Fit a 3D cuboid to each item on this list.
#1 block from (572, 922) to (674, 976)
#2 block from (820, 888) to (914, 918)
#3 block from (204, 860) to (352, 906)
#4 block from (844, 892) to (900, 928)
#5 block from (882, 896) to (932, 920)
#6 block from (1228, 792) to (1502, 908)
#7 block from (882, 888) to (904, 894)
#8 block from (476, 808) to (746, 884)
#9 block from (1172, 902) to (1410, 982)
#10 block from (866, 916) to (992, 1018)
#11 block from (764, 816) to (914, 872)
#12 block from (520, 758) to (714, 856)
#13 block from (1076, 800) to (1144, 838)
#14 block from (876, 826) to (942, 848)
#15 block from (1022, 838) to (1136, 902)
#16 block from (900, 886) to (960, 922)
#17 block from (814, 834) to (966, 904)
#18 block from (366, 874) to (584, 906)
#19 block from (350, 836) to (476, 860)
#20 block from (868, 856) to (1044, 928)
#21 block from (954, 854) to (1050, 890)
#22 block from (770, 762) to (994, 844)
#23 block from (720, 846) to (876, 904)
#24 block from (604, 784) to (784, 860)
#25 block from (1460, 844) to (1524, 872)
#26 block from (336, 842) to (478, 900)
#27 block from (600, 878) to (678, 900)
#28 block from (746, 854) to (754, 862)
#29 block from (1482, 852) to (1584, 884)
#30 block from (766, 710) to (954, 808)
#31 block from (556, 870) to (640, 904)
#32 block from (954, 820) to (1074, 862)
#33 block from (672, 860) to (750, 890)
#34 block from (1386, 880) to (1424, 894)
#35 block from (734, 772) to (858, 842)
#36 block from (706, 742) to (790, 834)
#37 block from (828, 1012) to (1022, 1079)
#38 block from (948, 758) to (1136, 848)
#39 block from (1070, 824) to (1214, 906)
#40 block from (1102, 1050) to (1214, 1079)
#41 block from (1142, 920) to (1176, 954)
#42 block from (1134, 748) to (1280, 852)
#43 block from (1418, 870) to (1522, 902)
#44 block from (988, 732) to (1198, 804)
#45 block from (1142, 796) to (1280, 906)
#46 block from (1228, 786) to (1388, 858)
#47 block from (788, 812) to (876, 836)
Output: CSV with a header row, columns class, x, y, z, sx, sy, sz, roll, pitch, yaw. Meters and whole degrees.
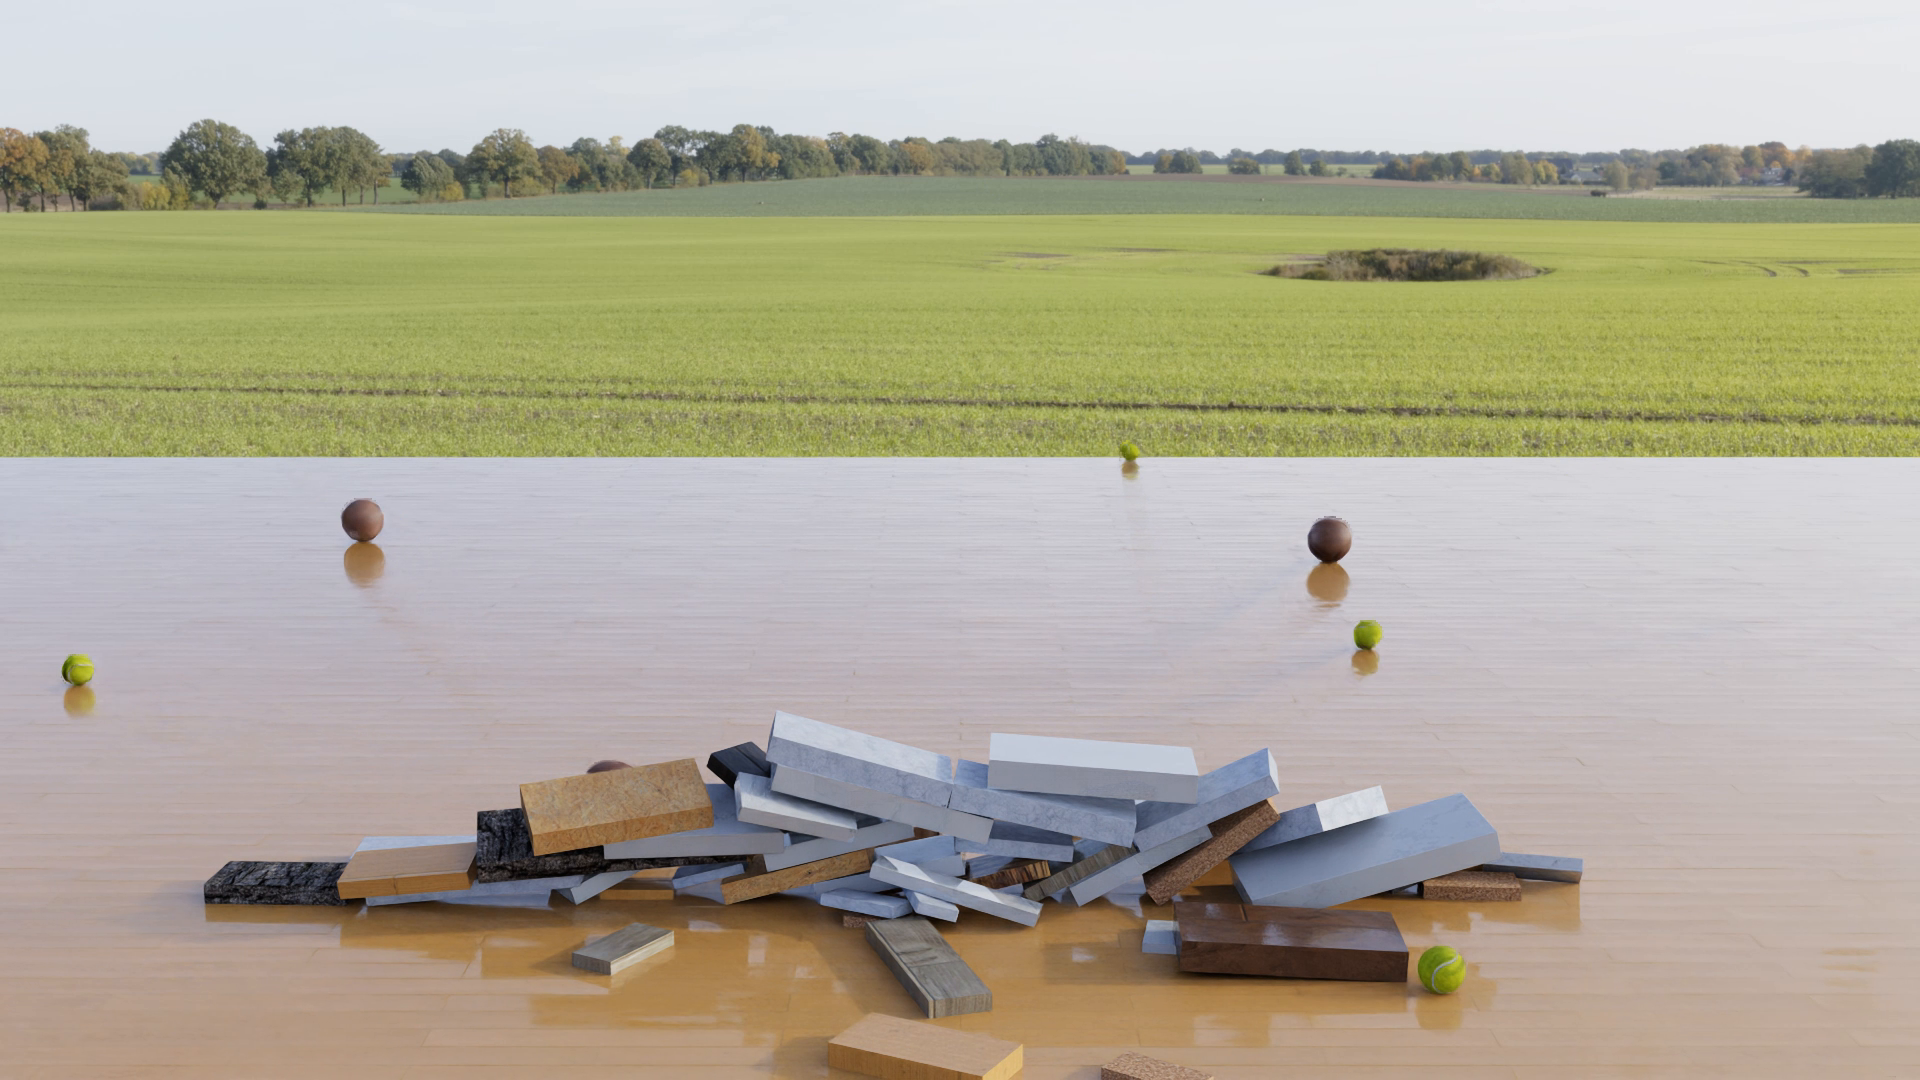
class,x,y,z,sx,sy,sz,roll,pitch,yaw
block,-0.519,0.630,3.394,0.076,0.022,0.152,6,12,30
block,-0.149,0.583,3.534,0.134,0.019,0.067,6,3,28
block,-1.123,0.573,3.671,0.237,0.034,0.118,0,11,2
block,-0.143,0.600,3.567,0.061,0.017,0.121,2,11,13
block,-0.076,0.602,3.557,0.061,0.017,0.122,3,11,18
block,0.656,0.519,3.586,0.408,0.048,0.169,-15,16,-2
block,-0.109,0.570,3.662,0.121,0.017,0.061,-11,10,4
block,-0.576,0.489,3.637,0.433,0.041,0.144,-4,29,-10
block,0.502,0.614,3.368,0.338,0.048,0.169,3,11,1
block,-0.051,0.641,3.320,0.096,0.027,0.336,-3,11,-18
block,-0.202,0.487,3.655,0.247,0.035,0.124,-13,10,-1
block,-0.558,0.431,3.572,0.289,0.041,0.144,-7,30,-17
block,0.301,0.486,4.098,0.167,0.047,0.333,5,12,27
block,-0.209,0.509,3.976,0.375,0.047,0.166,2,11,9
block,0.194,0.534,3.658,0.194,0.028,0.097,-27,11,2
block,-0.049,0.576,3.533,0.067,0.019,0.134,16,5,-14
block,-0.115,0.544,3.661,0.247,0.035,0.124,-12,10,3
block,-0.798,0.552,3.648,0.354,0.030,0.108,-6,20,2
block,-0.923,0.547,3.808,0.237,0.034,0.118,-1,11,-3
block,-0.006,0.565,3.542,0.276,0.022,0.076,16,6,8
block,0.050,0.553,3.660,0.194,0.028,0.097,-14,12,2
block,-0.130,0.411,3.614,0.362,0.043,0.151,15,10,-8
block,-0.268,0.542,3.666,0.247,0.035,0.124,-14,10,4
block,-0.436,0.460,3.614,0.289,0.041,0.144,-1,28,-6
block,0.880,0.550,3.812,0.186,0.026,0.093,2,11,13
block,-0.901,0.542,3.614,0.215,0.030,0.108,-5,20,4
block,-0.535,0.581,3.668,0.121,0.017,0.061,0,11,0
block,-0.398,0.505,3.681,0.121,0.017,0.061,8,29,12
block,0.964,0.551,3.703,0.159,0.023,0.080,3,-22,13
block,-0.164,0.358,3.603,0.301,0.043,0.151,16,10,-5
block,-0.576,0.535,3.695,0.215,0.030,0.108,-26,21,-27
block,0.088,0.496,3.651,0.194,0.028,0.097,6,11,-2
block,-0.416,0.552,3.674,0.122,0.017,0.061,-14,10,5
block,0.777,0.547,3.700,0.159,0.023,0.080,-20,10,-12
block,-0.266,0.432,3.555,0.193,0.027,0.096,14,26,-16
block,-0.318,0.407,3.630,0.193,0.027,0.096,36,29,29
block,-0.047,0.699,2.988,0.237,0.034,0.118,6,12,27
block,0.137,0.432,3.620,0.301,0.043,0.151,12,10,1
block,0.292,0.518,3.661,0.247,0.035,0.124,-28,11,1
block,0.263,0.717,2.932,0.134,0.019,0.067,8,13,36
block,0.317,0.623,3.452,0.053,0.015,0.105,2,11,9
block,0.403,0.428,3.622,0.247,0.035,0.124,-25,11,12
block,0.851,0.577,3.675,0.159,0.023,0.080,1,11,4
block,0.217,0.376,3.632,0.338,0.048,0.169,4,10,1
block,0.413,0.500,3.649,0.247,0.035,0.124,-37,11,7
block,0.541,0.486,3.712,0.167,0.047,0.333,-7,-12,-40
block,-0.211,0.456,3.675,0.152,0.022,0.076,-13,10,3
